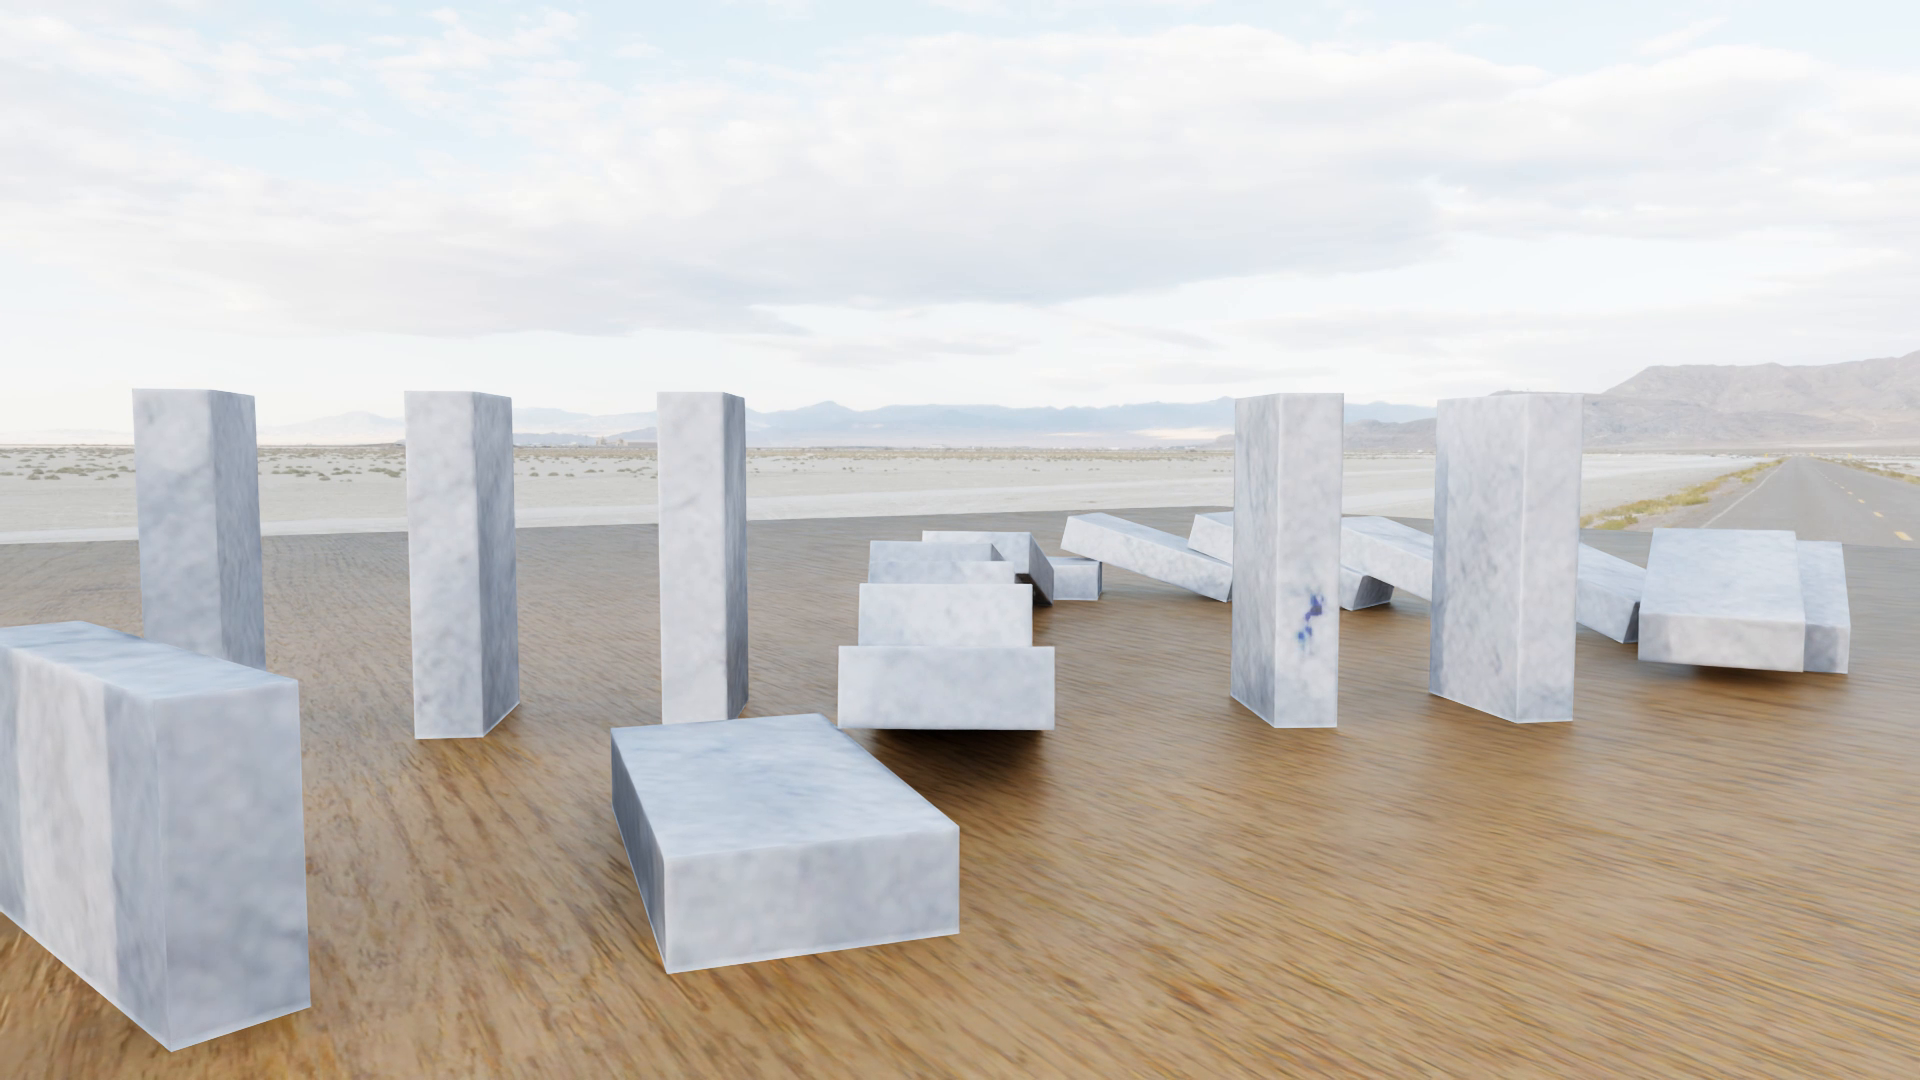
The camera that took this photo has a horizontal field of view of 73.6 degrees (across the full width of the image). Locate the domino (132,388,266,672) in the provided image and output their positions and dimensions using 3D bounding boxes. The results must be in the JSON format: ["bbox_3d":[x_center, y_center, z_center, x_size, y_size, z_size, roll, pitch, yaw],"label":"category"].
[{"bbox_3d":[-0.111,0.003,0.189,0.010,0.050,0.025,-1,4,-16],"label":"domino"}]

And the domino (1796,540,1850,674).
[{"bbox_3d":[0.166,0.012,0.263,0.025,0.010,0.050,3,19,32],"label":"domino"}]

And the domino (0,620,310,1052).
[{"bbox_3d":[-0.071,0.022,0.109,0.050,0.025,0.009,4,6,40],"label":"domino"}]

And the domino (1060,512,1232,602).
[{"bbox_3d":[0.057,0.004,0.366,0.050,0.010,0.025,19,12,25],"label":"domino"}]

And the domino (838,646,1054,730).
[{"bbox_3d":[-0.001,0.020,0.173,0.025,0.009,0.050,0,-7,2],"label":"domino"}]

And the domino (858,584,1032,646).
[{"bbox_3d":[-0.002,0.016,0.210,0.025,0.009,0.050,0,-11,1],"label":"domino"}]

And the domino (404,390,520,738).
[{"bbox_3d":[-0.076,0.003,0.196,0.010,0.050,0.025,-1,4,-7],"label":"domino"}]

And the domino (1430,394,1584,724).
[{"bbox_3d":[0.087,0.002,0.207,0.010,0.050,0.025,-1,4,-10],"label":"domino"}]

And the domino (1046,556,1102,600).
[{"bbox_3d":[0.015,0.010,0.365,0.050,0.010,0.025,1,4,9],"label":"domino"}]

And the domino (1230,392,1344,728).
[{"bbox_3d":[0.051,0.002,0.203,0.010,0.050,0.025,0,4,-3],"label":"domino"}]

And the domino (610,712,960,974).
[{"bbox_3d":[-0.020,0.028,0.130,0.025,0.010,0.050,-2,5,-20],"label":"domino"}]

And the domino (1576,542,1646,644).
[{"bbox_3d":[0.143,0.009,0.299,0.025,0.009,0.050,-2,21,-26],"label":"domino"}]

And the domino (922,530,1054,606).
[{"bbox_3d":[0.008,0.008,0.318,0.025,0.009,0.050,1,-11,11],"label":"domino"}]

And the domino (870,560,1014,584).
[{"bbox_3d":[-0.002,0.013,0.246,0.025,0.010,0.050,0,-11,2],"label":"domino"}]

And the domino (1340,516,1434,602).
[{"bbox_3d":[0.120,0.007,0.328,0.025,0.010,0.050,-3,21,-38],"label":"domino"}]

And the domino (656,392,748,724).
[{"bbox_3d":[-0.039,0.003,0.199,0.009,0.050,0.025,0,4,-2],"label":"domino"}]

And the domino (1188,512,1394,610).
[{"bbox_3d":[0.091,0.005,0.350,0.050,0.010,0.025,24,18,37],"label":"domino"}]

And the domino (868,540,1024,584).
[{"bbox_3d":[-0.002,0.010,0.283,0.025,0.009,0.050,1,-11,11],"label":"domino"}]

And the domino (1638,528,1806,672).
[{"bbox_3d":[0.145,0.010,0.245,0.025,0.010,0.050,2,19,31],"label":"domino"}]
